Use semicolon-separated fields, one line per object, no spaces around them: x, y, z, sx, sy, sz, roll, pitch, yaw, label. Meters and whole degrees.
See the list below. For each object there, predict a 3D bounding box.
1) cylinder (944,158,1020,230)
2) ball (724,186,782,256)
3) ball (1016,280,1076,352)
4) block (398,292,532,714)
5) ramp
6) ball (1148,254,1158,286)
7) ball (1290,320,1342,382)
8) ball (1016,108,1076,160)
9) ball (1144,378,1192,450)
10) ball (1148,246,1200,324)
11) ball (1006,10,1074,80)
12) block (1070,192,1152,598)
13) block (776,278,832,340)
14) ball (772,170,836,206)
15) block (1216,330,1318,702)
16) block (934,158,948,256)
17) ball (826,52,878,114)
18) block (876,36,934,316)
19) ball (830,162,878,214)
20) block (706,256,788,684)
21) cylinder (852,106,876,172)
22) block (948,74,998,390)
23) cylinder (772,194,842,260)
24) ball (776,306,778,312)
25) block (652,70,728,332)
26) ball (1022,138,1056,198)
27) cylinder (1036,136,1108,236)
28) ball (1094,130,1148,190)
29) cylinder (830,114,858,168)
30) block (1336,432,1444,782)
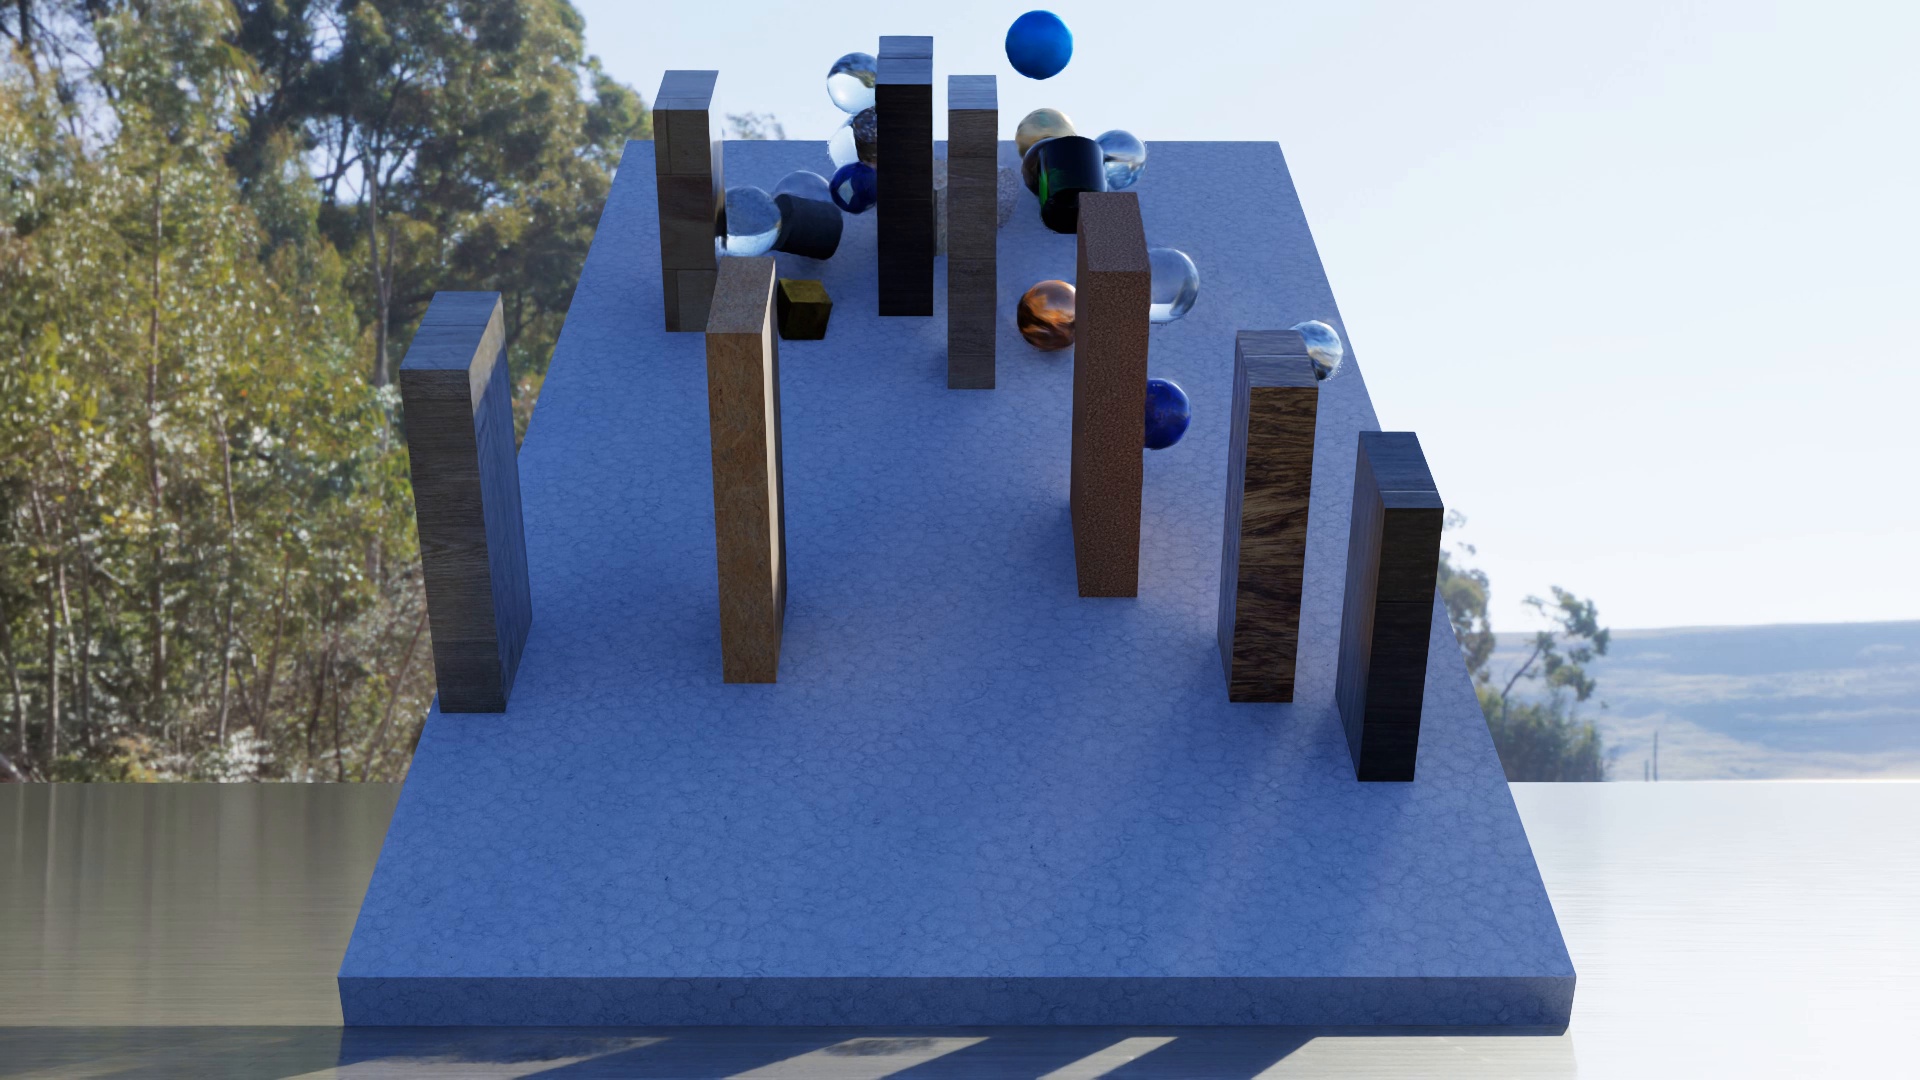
0.046;-0.978;6.737;0.176;0.176;0.176;21;7;32;cylinder
-0.570;-0.846;6.379;0.193;0.193;0.193;0;-6;0;ball
0.229;-0.559;5.980;0.177;0.177;0.177;0;-6;0;ball
-0.924;-0.070;4.527;0.122;0.715;0.349;0;29;0;block
-0.012;-0.218;5.645;2.000;0.100;4.000;0;29;0;ramp
0.465;-0.707;6.314;0.113;0.113;0.113;0;-6;0;ball
0.852;-0.457;5.824;0.151;0.151;0.151;0;-6;0;ball
0.255;-1.190;7.116;0.182;0.182;0.182;0;-6;0;ball
0.429;-0.277;5.260;0.157;0.157;0.157;0;-6;0;ball
0.516;-0.651;6.130;0.194;0.194;0.194;0;-6;0;ball
0.228;-1.422;6.890;0.197;0.197;0.197;0;-6;0;ball
0.305;-0.301;4.948;0.119;0.721;0.427;0;29;0;block
-0.400;-0.580;6.045;0.109;0.109;0.109;-1;38;-25;block
-0.434;-0.931;6.636;0.181;0.181;0.181;0;-6;0;ball
0.576;-0.041;4.536;0.120;0.666;0.248;0;29;0;block
-0.078;-0.921;6.613;0.192;0.192;0.192;21;34;32;block
-0.283;-1.263;6.639;0.171;0.171;0.171;0;-6;0;ball
-0.139;-0.945;6.218;0.140;0.619;0.399;0;29;0;block
-0.287;-0.966;6.580;0.140;0.140;0.140;0;-6;0;ball
-0.406;-0.133;4.621;0.102;0.739;0.360;0;29;0;block
-0.224;-1.099;6.598;0.130;0.130;0.130;-1;-33;7;cylinder
0.028;-0.734;5.749;0.115;0.705;0.251;0;29;0;block
-0.421;-0.843;6.468;0.153;0.153;0.153;8;-9;-33;cylinder
-0.535;-0.573;6.024;0.153;0.153;0.153;0;-6;0;ball
-0.680;-0.861;6.095;0.136;0.587;0.308;0;29;0;block
0.267;-1.065;6.892;0.181;0.181;0.181;0;-6;0;ball
0.314;-0.985;6.666;0.193;0.193;0.193;-3;-35;-2;cylinder
0.454;-1.100;6.935;0.172;0.172;0.172;0;-6;0;ball
-0.236;-1.158;6.919;0.207;0.207;0.207;-5;37;39;cylinder
0.773;0.121;4.349;0.101;0.564;0.295;0;29;0;block
